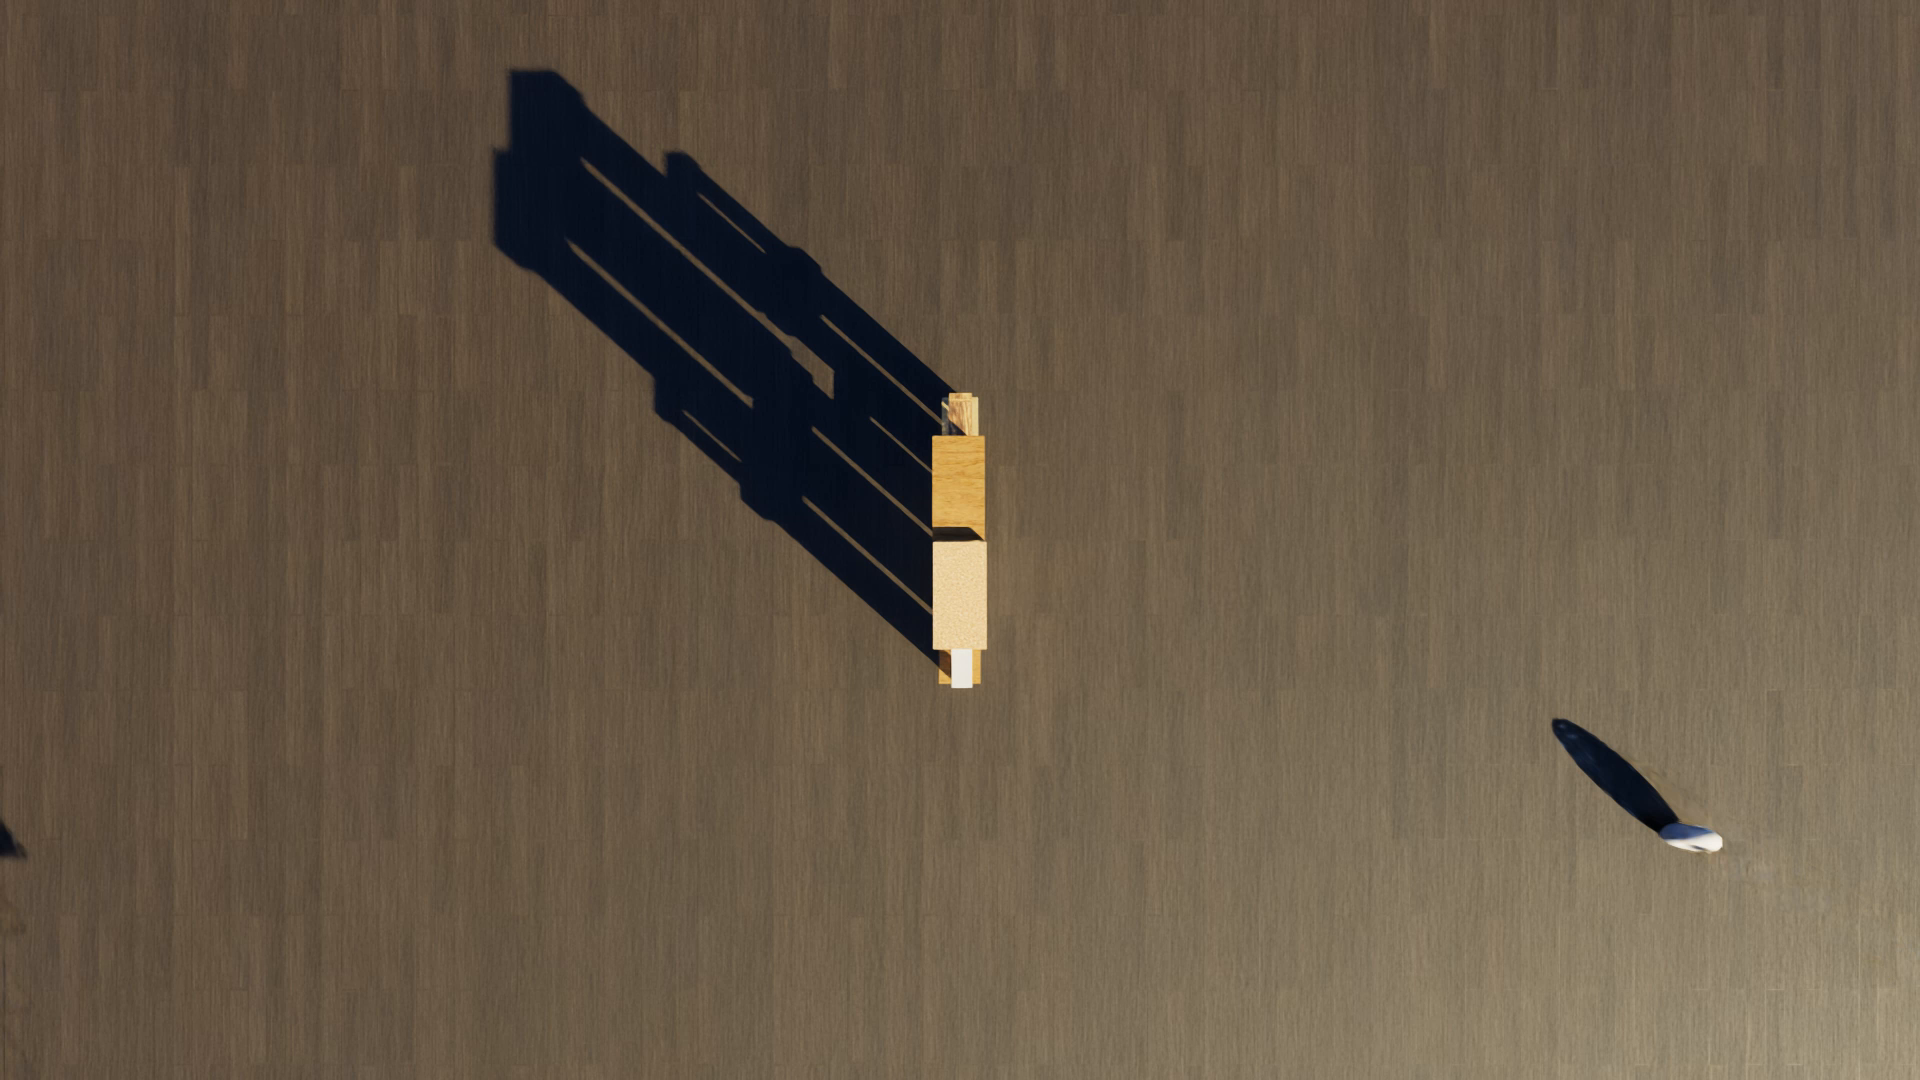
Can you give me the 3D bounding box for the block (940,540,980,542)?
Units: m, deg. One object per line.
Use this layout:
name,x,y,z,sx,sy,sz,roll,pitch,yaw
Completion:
block,0.000,0.064,5.236,0.123,0.035,0.247,0,90,0

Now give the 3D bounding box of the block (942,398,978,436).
block,0.000,-0.337,5.252,0.116,0.033,0.231,0,90,0

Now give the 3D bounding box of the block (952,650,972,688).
block,0.006,0.389,5.066,0.063,0.018,0.127,0,90,0

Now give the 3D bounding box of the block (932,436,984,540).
block,-0.004,-0.154,4.888,0.154,0.044,0.309,0,90,0

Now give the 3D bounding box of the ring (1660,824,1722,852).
ring,2.398,0.977,5.408,0.187,0.187,0.062,14,76,0

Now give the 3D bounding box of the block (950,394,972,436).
block,0.002,-0.383,5.087,0.070,0.020,0.140,0,90,0

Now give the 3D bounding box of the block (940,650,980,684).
block,0.000,0.322,5.221,0.130,0.037,0.261,0,90,0

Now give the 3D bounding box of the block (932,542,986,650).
block,0.000,0.163,4.865,0.157,0.045,0.315,0,90,0
